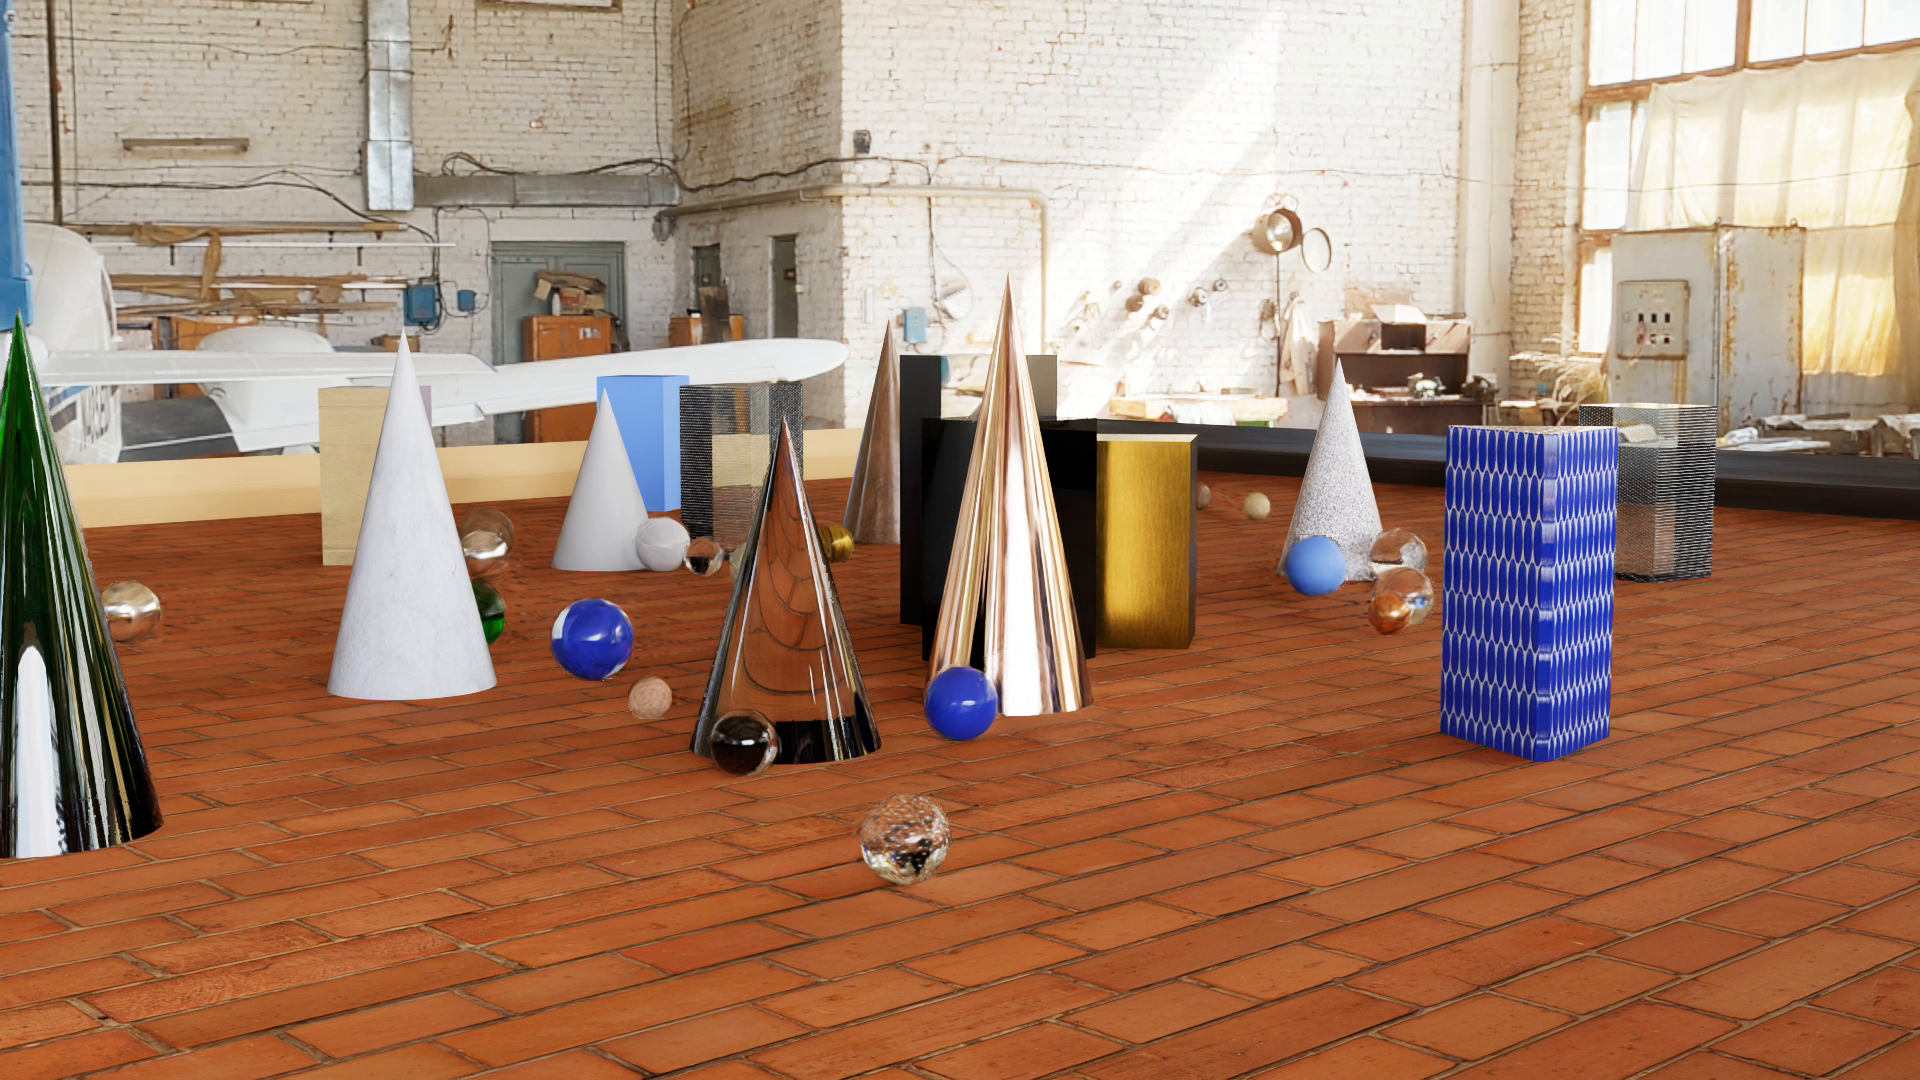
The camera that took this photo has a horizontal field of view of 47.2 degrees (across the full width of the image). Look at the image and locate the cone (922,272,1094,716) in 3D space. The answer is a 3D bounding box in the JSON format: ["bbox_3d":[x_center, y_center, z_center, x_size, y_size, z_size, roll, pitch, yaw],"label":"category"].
[{"bbox_3d":[0.054,-0.060,2.499,0.198,0.490,0.198,0,6,0],"label":"cone"}]

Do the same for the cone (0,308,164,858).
[{"bbox_3d":[-0.790,0.026,1.867,0.198,0.449,0.198,0,6,0],"label":"cone"}]

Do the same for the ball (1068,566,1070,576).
[{"bbox_3d":[0.170,0.073,3.224,0.075,0.075,0.075,0,6,0],"label":"ball"}]

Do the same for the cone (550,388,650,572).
[{"bbox_3d":[-0.620,-0.112,3.850,0.198,0.312,0.198,0,6,0],"label":"cone"}]

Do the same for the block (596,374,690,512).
[{"bbox_3d":[-0.713,-0.221,4.965,0.158,0.298,0.158,2,6,14],"label":"block"}]

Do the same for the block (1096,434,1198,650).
[{"bbox_3d":[0.236,-0.002,2.976,0.158,0.274,0.158,1,6,9],"label":"block"}]

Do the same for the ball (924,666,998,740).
[{"bbox_3d":[0.002,0.169,2.288,0.077,0.077,0.077,0,6,0],"label":"ball"}]

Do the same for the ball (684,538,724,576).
[{"bbox_3d":[-0.430,0.029,3.691,0.064,0.064,0.064,0,6,0],"label":"ball"}]

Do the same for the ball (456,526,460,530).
[{"bbox_3d":[-0.928,0.000,4.017,0.055,0.055,0.055,0,6,0],"label":"ball"}]

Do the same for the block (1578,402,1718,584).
[{"bbox_3d":[1.149,-0.082,3.688,0.158,0.287,0.158,-4,7,-37],"label":"block"}]

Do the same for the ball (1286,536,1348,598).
[{"bbox_3d":[0.554,0.042,3.421,0.095,0.095,0.095,0,6,0],"label":"ball"}]

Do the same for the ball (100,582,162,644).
[{"bbox_3d":[-1.112,0.098,2.941,0.084,0.084,0.084,0,6,0],"label":"ball"}]

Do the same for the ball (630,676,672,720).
[{"bbox_3d":[-0.338,0.173,2.404,0.046,0.046,0.046,0,6,0],"label":"ball"}]

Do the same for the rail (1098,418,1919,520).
[{"bbox_3d":[1.755,-0.135,4.943,0.045,0.129,4.189,-5,8,-42],"label":"rail"}]

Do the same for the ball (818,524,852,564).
[{"bbox_3d":[-0.226,0.007,3.884,0.068,0.068,0.068,0,6,0],"label":"ball"}]

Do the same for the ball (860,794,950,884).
[{"bbox_3d":[-0.043,0.233,1.712,0.070,0.070,0.070,0,6,0],"label":"ball"}]

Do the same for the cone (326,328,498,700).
[{"bbox_3d":[-0.653,-0.039,2.600,0.198,0.426,0.198,0,6,0],"label":"cone"}]

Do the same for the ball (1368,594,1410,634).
[{"bbox_3d":[0.591,0.102,3.031,0.057,0.057,0.057,0,6,0],"label":"ball"}]

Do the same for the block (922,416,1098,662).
[{"bbox_3d":[0.063,-0.001,2.803,0.158,0.309,0.158,5,8,39],"label":"block"}]

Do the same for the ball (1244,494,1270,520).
[{"bbox_3d":[0.632,-0.071,4.682,0.058,0.058,0.058,0,6,0],"label":"ball"}]

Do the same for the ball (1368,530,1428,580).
[{"bbox_3d":[0.705,0.030,3.540,0.094,0.094,0.094,0,6,0],"label":"ball"}]

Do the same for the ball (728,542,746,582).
[{"bbox_3d":[-0.327,0.041,3.497,0.081,0.081,0.081,0,6,0],"label":"ball"}]

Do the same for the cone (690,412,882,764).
[{"bbox_3d":[-0.179,0.040,2.244,0.198,0.343,0.198,0,6,0],"label":"cone"}]

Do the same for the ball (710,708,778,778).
[{"bbox_3d":[-0.207,0.194,2.105,0.066,0.066,0.066,0,6,0],"label":"ball"}]

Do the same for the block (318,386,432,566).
[{"bbox_3d":[-1.037,-0.118,3.919,0.158,0.310,0.158,0,6,0],"label":"block"}]

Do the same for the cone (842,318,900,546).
[{"bbox_3d":[-0.137,-0.215,4.264,0.198,0.431,0.198,0,6,0],"label":"cone"}]

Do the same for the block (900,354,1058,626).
[{"bbox_3d":[0.026,-0.072,3.128,0.158,0.383,0.158,5,8,41],"label":"block"}]

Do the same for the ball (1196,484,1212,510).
[{"bbox_3d":[0.533,-0.096,4.921,0.059,0.059,0.059,0,6,0],"label":"ball"}]

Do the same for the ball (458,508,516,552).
[{"bbox_3d":[-0.837,-0.008,3.889,0.098,0.098,0.098,0,6,0],"label":"ball"}]

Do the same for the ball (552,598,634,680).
[{"bbox_3d":[-0.444,0.120,2.660,0.099,0.099,0.099,0,6,0],"label":"ball"}]

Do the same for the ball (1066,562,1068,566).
[{"bbox_3d":[0.124,0.059,3.291,0.089,0.089,0.089,0,6,0],"label":"ball"}]

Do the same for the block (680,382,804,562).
[{"bbox_3d":[-0.394,-0.125,3.982,0.158,0.312,0.158,4,7,32],"label":"block"}]

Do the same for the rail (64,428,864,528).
[{"bbox_3d":[-1.404,-0.124,4.845,4.824,0.129,0.045,-5,8,-42],"label":"rail"}]

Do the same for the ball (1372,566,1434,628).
[{"bbox_3d":[0.625,0.080,3.100,0.087,0.087,0.087,0,6,0],"label":"ball"}]

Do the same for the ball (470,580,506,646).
[{"bbox_3d":[-0.641,0.099,2.879,0.094,0.094,0.094,0,6,0],"label":"ball"}]

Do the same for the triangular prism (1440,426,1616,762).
[{"bbox_3d":[0.569,0.047,2.272,0.148,0.325,0.171,5,7,37],"label":"triangular prism"}]

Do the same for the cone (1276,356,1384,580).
[{"bbox_3d":[0.637,-0.126,3.718,0.198,0.368,0.198,0,6,0],"label":"cone"}]

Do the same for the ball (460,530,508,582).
[{"bbox_3d":[-0.785,0.027,3.615,0.085,0.085,0.085,0,6,0],"label":"ball"}]

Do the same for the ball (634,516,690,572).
[{"bbox_3d":[-0.508,0.007,3.755,0.094,0.094,0.094,0,6,0],"label":"ball"}]
